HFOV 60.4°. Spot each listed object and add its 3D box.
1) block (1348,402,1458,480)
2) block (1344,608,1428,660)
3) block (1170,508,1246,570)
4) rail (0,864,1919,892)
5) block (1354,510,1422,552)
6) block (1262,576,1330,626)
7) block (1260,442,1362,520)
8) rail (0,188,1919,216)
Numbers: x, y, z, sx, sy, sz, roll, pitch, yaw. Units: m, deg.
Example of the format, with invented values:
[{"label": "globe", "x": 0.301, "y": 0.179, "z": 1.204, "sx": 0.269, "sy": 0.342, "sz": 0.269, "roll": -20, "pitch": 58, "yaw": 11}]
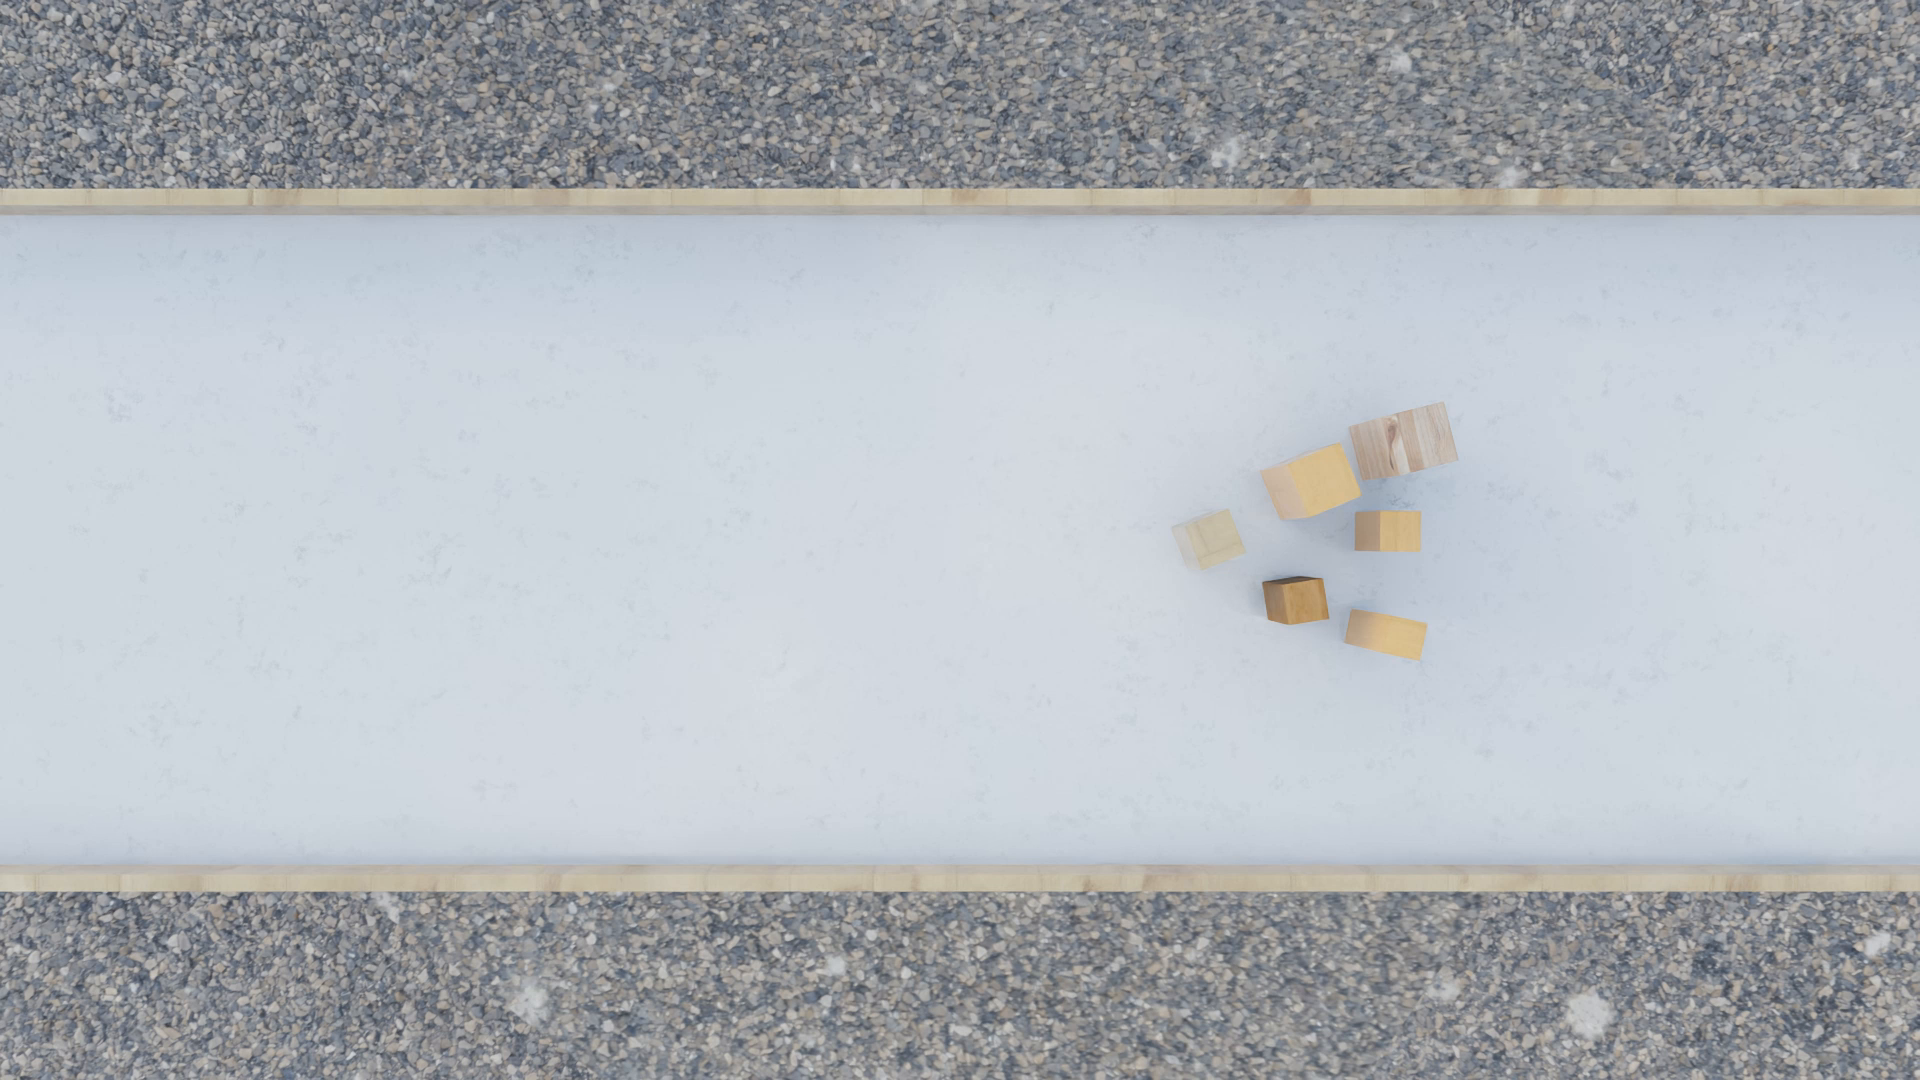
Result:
[{"label": "block", "x": 1.300, "y": -0.286, "z": 4.861, "sx": 0.173, "sy": 0.432, "sz": 0.173, "roll": -14, "pitch": 90, "yaw": 0}, {"label": "block", "x": 1.246, "y": 0.275, "z": 4.847, "sx": 0.108, "sy": 0.458, "sz": 0.108, "roll": 12, "pitch": 90, "yaw": 0}, {"label": "block", "x": 0.737, "y": -0.001, "z": 4.920, "sx": 0.138, "sy": 0.313, "sz": 0.138, "roll": -22, "pitch": 90, "yaw": 0}, {"label": "rail", "x": -2.247, "y": 1.025, "z": 5.001, "sx": 12.000, "sy": 0.150, "sz": 0.050, "roll": 0, "pitch": 90, "yaw": 0}, {"label": "block", "x": 1.275, "y": -0.025, "z": 4.925, "sx": 0.118, "sy": 0.303, "sz": 0.118, "roll": 1, "pitch": 90, "yaw": 0}, {"label": "block", "x": 0.997, "y": 0.178, "z": 4.914, "sx": 0.118, "sy": 0.324, "sz": 0.118, "roll": -9, "pitch": 90, "yaw": 0}, {"label": "block", "x": 1.028, "y": -0.169, "z": 4.863, "sx": 0.163, "sy": 0.427, "sz": 0.163, "roll": -23, "pitch": 90, "yaw": 0}, {"label": "rail", "x": -2.247, "y": -1.025, "z": 5.002, "sx": 12.000, "sy": 0.150, "sz": 0.050, "roll": 0, "pitch": 90, "yaw": 0}]
